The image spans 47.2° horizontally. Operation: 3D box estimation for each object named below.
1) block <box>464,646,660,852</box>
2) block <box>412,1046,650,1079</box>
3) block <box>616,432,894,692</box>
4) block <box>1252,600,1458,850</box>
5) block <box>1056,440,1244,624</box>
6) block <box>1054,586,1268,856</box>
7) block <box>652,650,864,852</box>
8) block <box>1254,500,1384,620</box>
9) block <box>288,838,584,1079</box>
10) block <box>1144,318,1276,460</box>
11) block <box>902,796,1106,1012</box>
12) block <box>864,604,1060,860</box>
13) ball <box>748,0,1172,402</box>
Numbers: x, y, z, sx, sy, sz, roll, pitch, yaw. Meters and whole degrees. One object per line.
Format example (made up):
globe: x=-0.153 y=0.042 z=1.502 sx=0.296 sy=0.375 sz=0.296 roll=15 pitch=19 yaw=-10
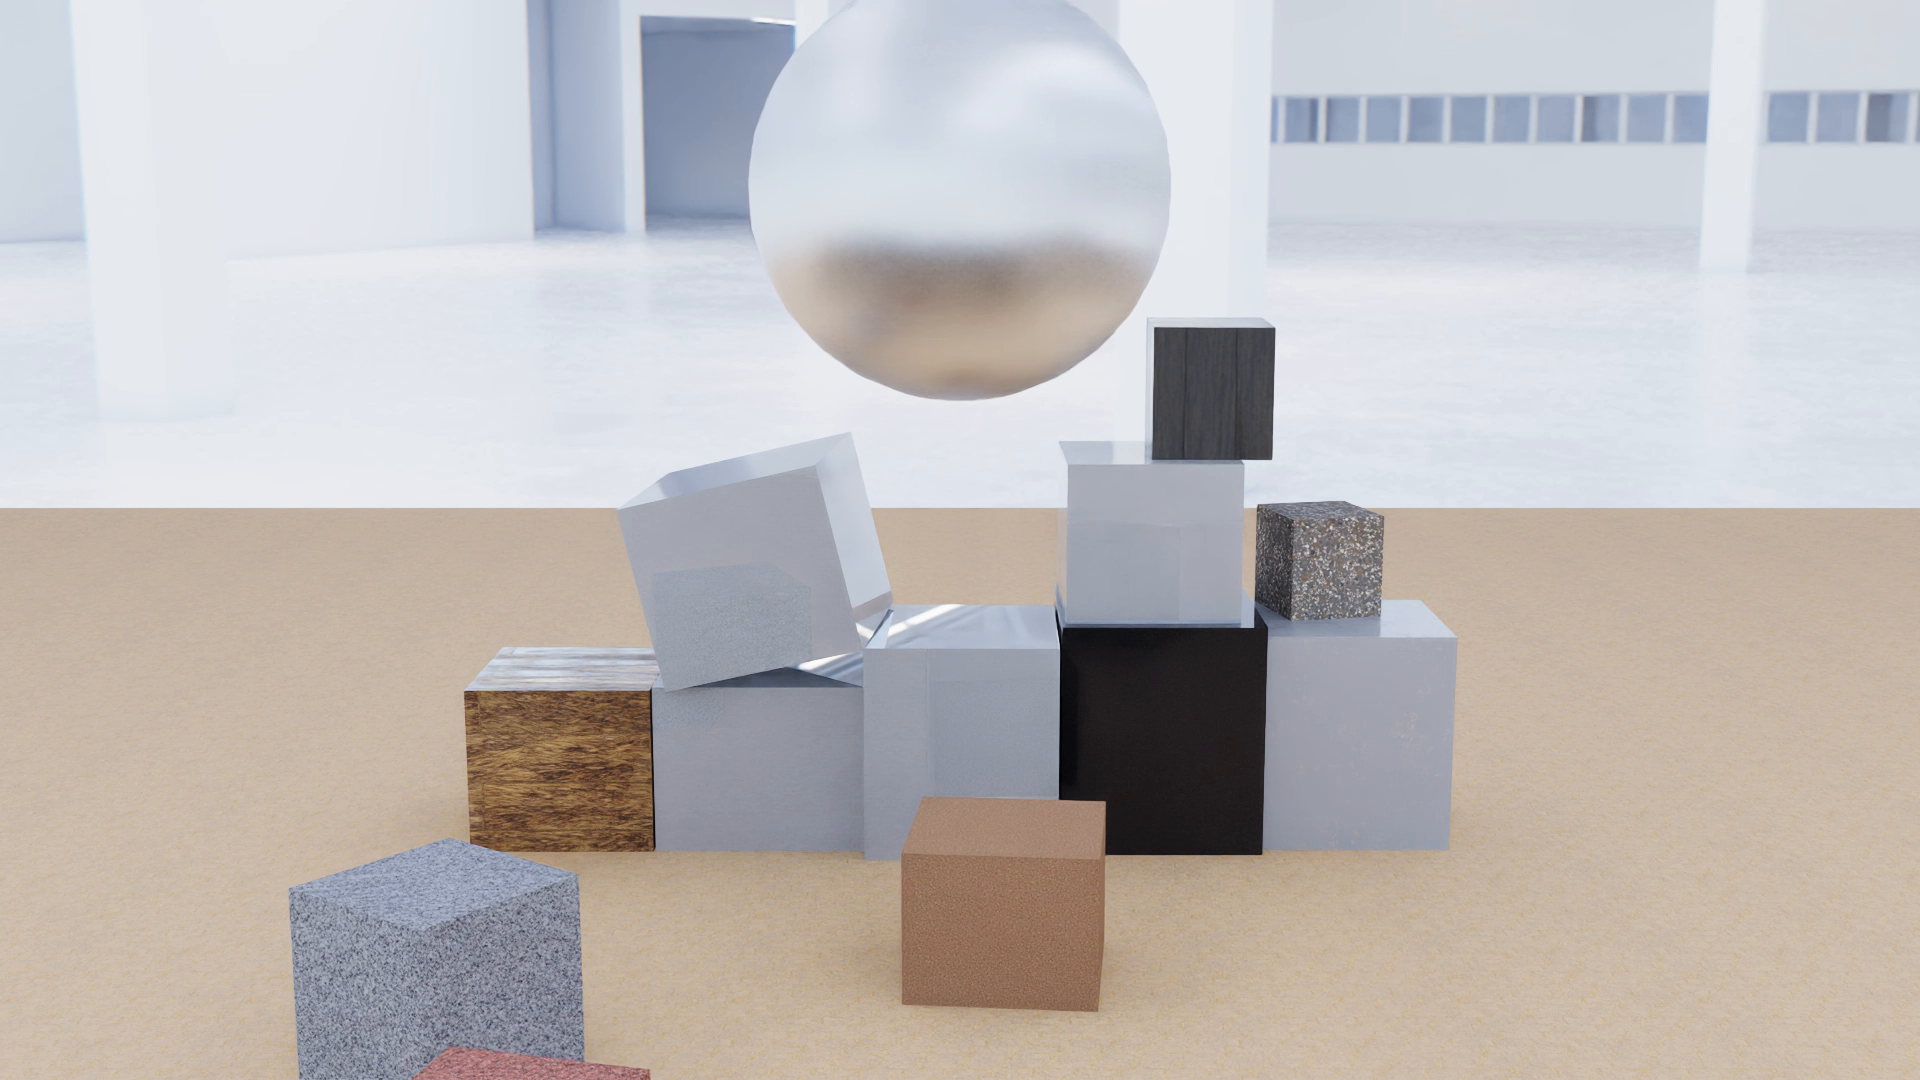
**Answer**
block: x=-1.990 y=1.066 z=11.388 sx=0.915 sy=0.829 sz=0.951 roll=0 pitch=10 yaw=0
block: x=-1.351 y=2.008 z=6.489 sx=0.667 sy=0.727 sz=0.697 roll=3 pitch=11 yaw=15
block: x=-1.006 y=0.089 z=11.129 sx=1.008 sy=0.929 sz=1.061 roll=-12 pitch=10 yaw=9
block: x=1.983 y=0.936 z=11.368 sx=0.935 sy=1.091 sz=0.901 roll=0 pitch=10 yaw=0
block: x=0.949 y=-0.053 z=11.166 sx=0.862 sy=0.793 sz=0.845 roll=0 pitch=10 yaw=-1
block: x=1.003 y=0.905 z=11.350 sx=1.004 sy=1.159 sz=1.040 roll=0 pitch=10 yaw=0
block: x=-0.999 y=1.059 z=11.386 sx=1.045 sy=0.843 sz=0.927 roll=0 pitch=10 yaw=0
block: x=1.865 y=0.101 z=11.455 sx=0.491 sy=0.520 sz=0.520 roll=-2 pitch=11 yaw=-13
block: x=-1.973 y=1.656 z=8.331 sx=0.746 sy=0.760 sz=0.763 roll=8 pitch=13 yaw=36
block: x=1.248 y=-0.769 z=11.066 sx=0.591 sy=0.652 sz=0.623 roll=0 pitch=10 yaw=1
block: x=0.200 y=1.529 z=9.340 sx=0.806 sy=0.650 sz=0.794 roll=1 pitch=10 yaw=5
block: x=0.013 y=0.964 z=11.262 sx=0.955 sy=1.074 sz=1.022 roll=0 pitch=10 yaw=1
ball: x=0.000 y=-1.327 z=8.318 sx=1.600 sy=1.600 sz=1.600 roll=0 pitch=10 yaw=0
